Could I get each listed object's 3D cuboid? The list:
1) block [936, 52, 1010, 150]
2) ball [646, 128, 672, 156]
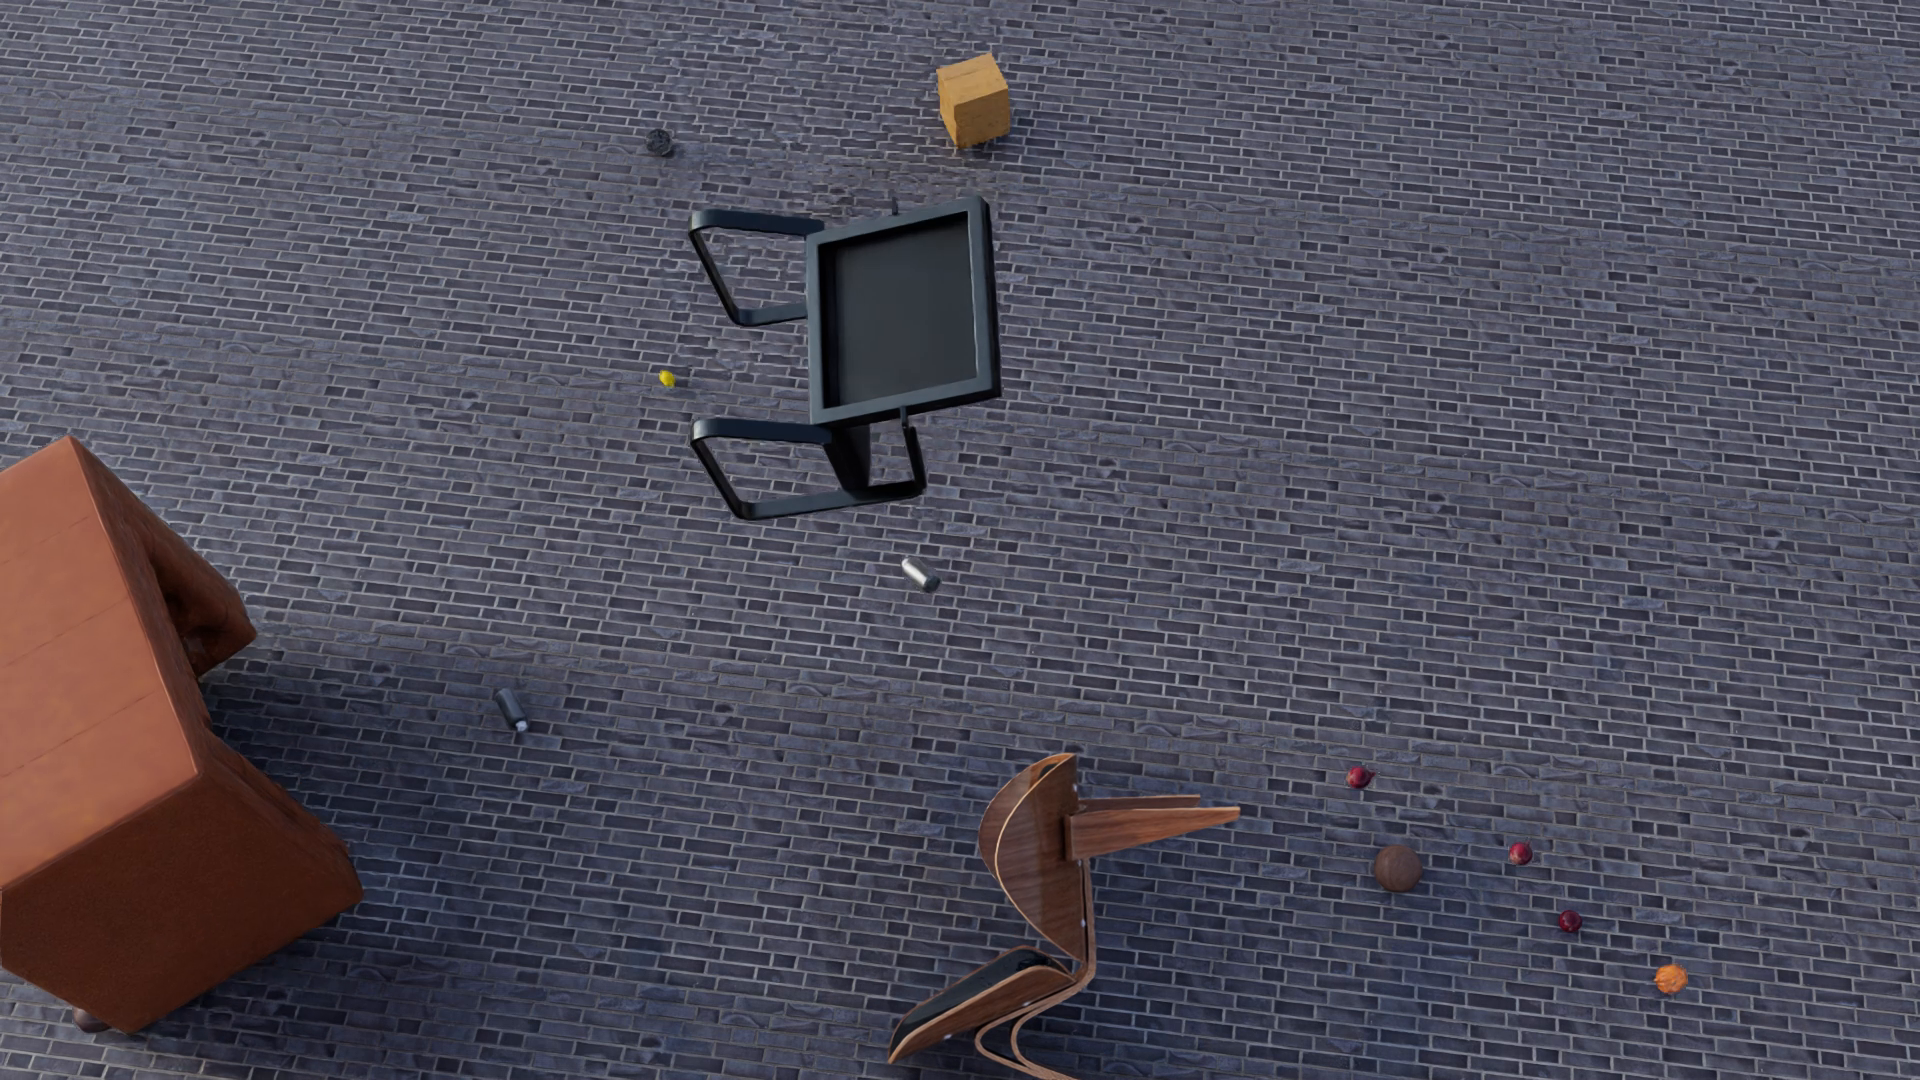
[{"bbox_3d":[0.047,-1.476,7.407,0.193,0.236,0.165,-19,62,-7],"label":"block"},{"bbox_3d":[-1.017,-1.344,7.422,0.089,0.089,0.089,0,56,0],"label":"ball"}]
